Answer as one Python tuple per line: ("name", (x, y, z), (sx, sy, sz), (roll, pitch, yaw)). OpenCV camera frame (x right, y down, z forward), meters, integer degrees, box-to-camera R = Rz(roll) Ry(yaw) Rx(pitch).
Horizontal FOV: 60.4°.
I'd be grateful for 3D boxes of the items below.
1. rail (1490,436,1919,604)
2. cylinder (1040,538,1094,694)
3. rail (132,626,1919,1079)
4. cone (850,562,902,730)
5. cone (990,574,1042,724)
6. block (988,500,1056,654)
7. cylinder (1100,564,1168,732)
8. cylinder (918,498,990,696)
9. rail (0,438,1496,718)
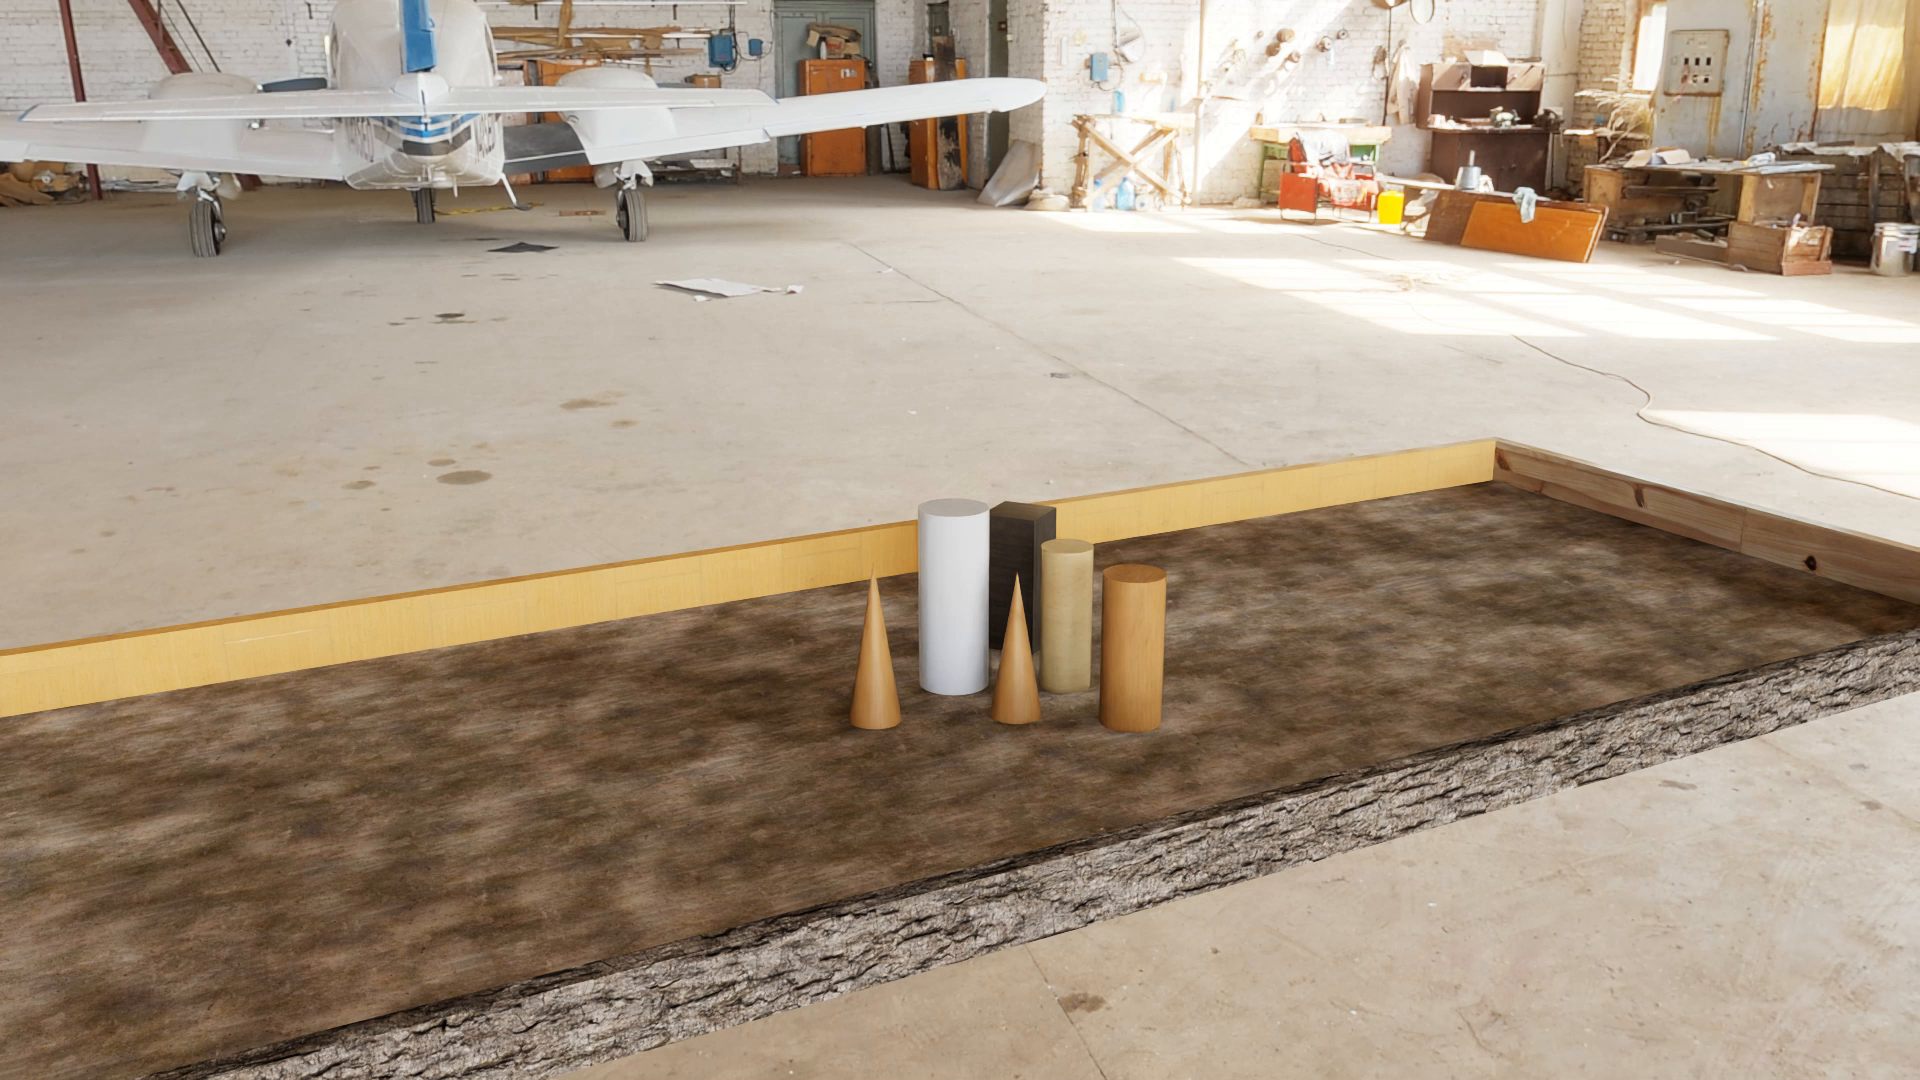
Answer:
("rail", (2.466, -0.048, 5.253), (0.050, 0.150, 2.100), (-9, 18, -27))
("cylinder", (0.262, 0.187, 4.078), (0.129, 0.360, 0.129), (0, 16, 0))
("rail", (-2.336, 1.006, 1.665), (12.000, 0.150, 0.050), (-9, 18, -27))
("cone", (-0.200, 0.237, 3.856), (0.126, 0.390, 0.126), (0, 16, 0))
("cone", (0.134, 0.244, 3.891), (0.125, 0.357, 0.125), (0, 16, 0))
("block", (0.155, 0.099, 4.369), (0.149, 0.366, 0.149), (8, 18, 25))
("cylinder", (0.403, 0.252, 3.851), (0.147, 0.365, 0.147), (0, 16, 0))
("cylinder", (-0.016, 0.139, 4.075), (0.175, 0.455, 0.175), (0, 16, 0))
("rail", (-3.305, 0.497, 3.399), (12.000, 0.150, 0.050), (-9, 18, -27))
